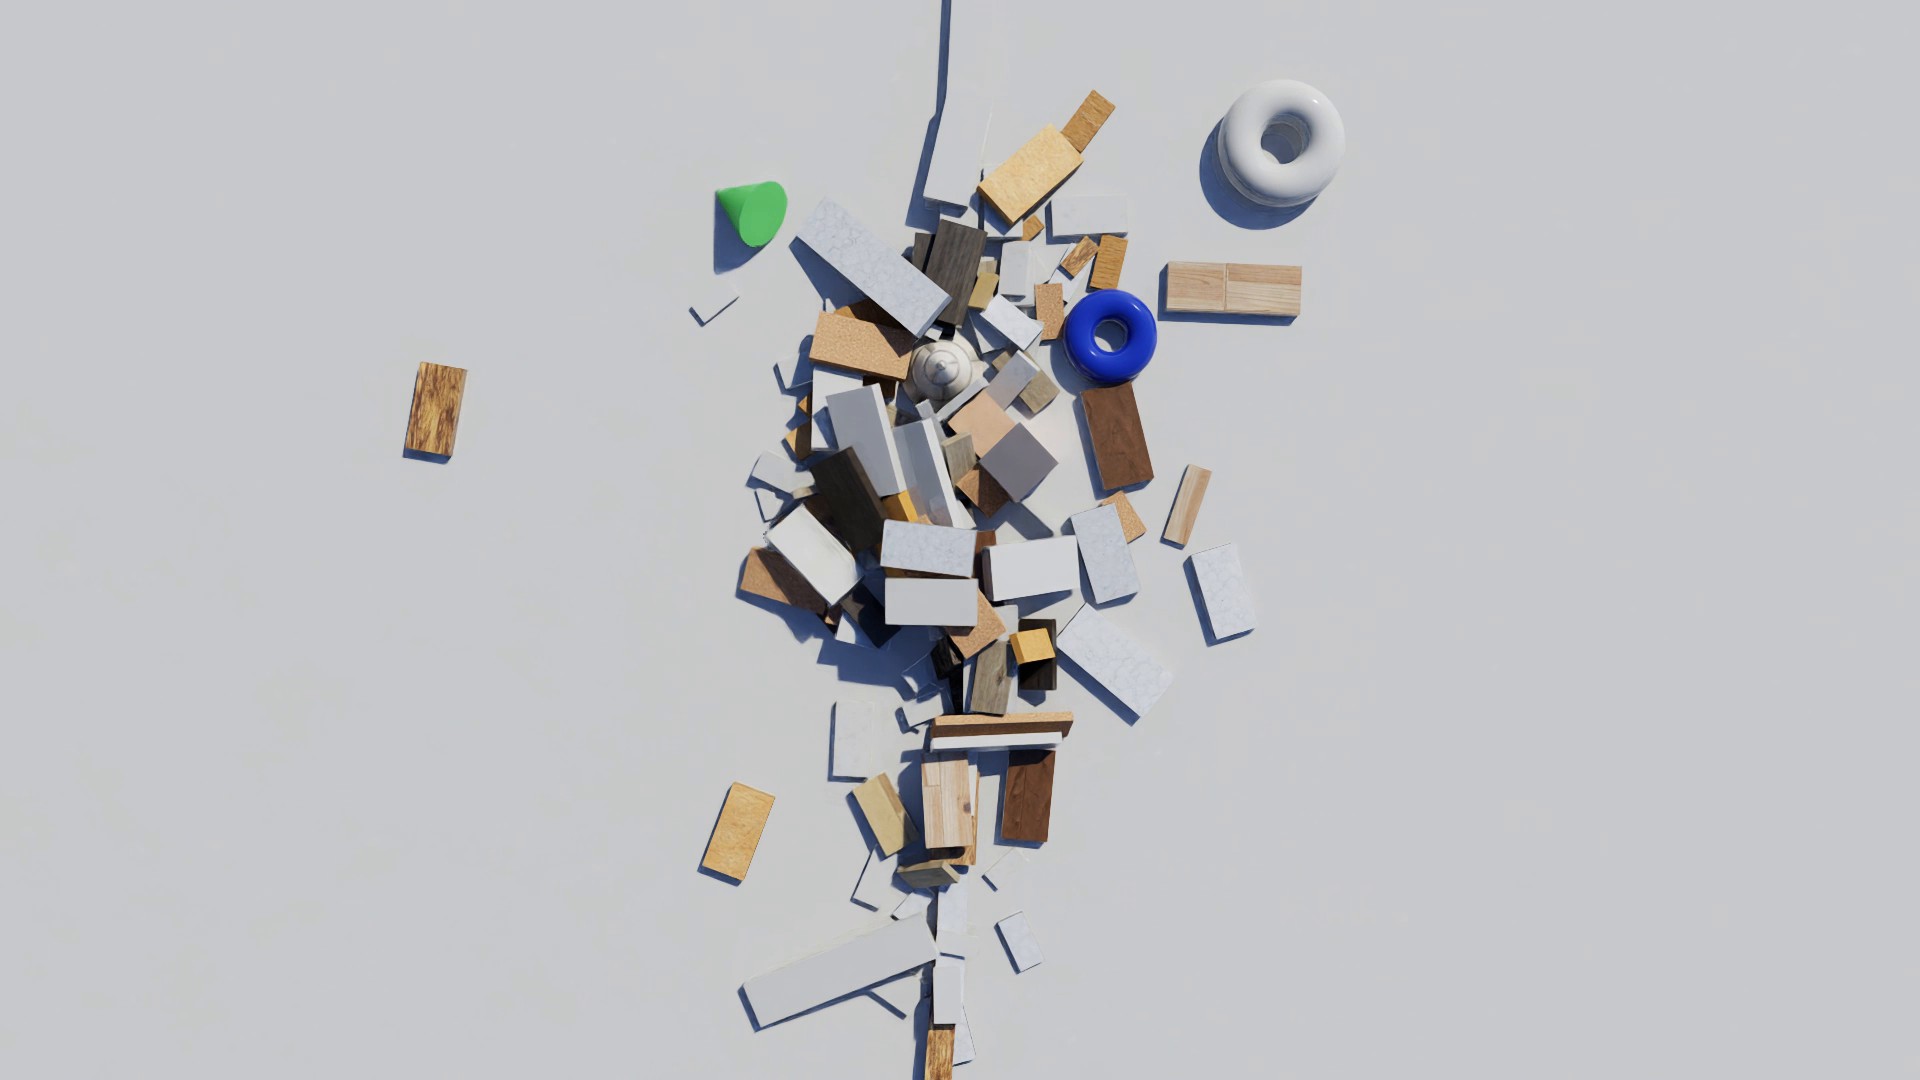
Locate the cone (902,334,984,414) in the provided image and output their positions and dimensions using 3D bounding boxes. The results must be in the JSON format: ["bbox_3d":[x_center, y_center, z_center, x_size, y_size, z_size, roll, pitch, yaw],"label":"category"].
[{"bbox_3d":[-0.059,-0.557,5.360,0.280,0.280,0.280,0,90,0],"label":"cone"}]

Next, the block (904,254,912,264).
[{"bbox_3d":[-0.221,-0.883,5.490,0.147,0.021,0.073,-25,90,0],"label":"block"}]

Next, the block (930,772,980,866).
[{"bbox_3d":[-0.018,0.916,5.442,0.153,0.043,0.305,3,76,0],"label":"block"}]

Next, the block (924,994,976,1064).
[{"bbox_3d":[-0.032,1.620,5.483,0.117,0.033,0.235,-15,90,0],"label":"block"}]

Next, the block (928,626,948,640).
[{"bbox_3d":[-0.034,0.147,5.440,0.175,0.050,0.350,-7,78,0],"label":"block"}]

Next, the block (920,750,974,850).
[{"bbox_3d":[-0.043,0.846,5.368,0.153,0.043,0.305,-3,75,-2],"label":"block"}]

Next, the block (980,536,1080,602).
[{"bbox_3d":[0.233,0.090,5.378,0.348,0.049,0.174,-8,95,-33],"label":"block"}]

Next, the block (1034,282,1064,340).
[{"bbox_3d":[0.299,-0.758,5.470,0.090,0.026,0.181,-4,99,3],"label":"block"}]

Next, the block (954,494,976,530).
[{"bbox_3d":[-0.073,-0.117,5.411,0.134,0.038,0.268,-33,78,-3],"label":"block"}]

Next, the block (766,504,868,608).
[{"bbox_3d":[-0.466,0.052,5.376,0.159,0.045,0.318,-42,82,-14],"label":"block"}]

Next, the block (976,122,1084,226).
[{"bbox_3d":[0.232,-1.205,5.439,0.336,0.048,0.168,-43,90,-13],"label":"block"}]

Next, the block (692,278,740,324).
[{"bbox_3d":[-0.814,-0.796,5.490,0.147,0.021,0.073,-38,90,0],"label":"block"}]

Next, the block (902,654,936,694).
[{"bbox_3d":[-0.109,0.430,5.472,0.155,0.022,0.077,-37,90,-13],"label":"block"}]

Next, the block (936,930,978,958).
[{"bbox_3d":[-0.011,1.325,5.414,0.137,0.019,0.068,10,87,4],"label":"block"}]

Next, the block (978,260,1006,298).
[{"bbox_3d":[0.107,-0.836,5.487,0.091,0.026,0.182,-6,90,0],"label":"block"}]

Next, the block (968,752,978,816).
[{"bbox_3d":[-0.021,0.753,5.438,0.153,0.043,0.305,4,75,0],"label":"block"}]

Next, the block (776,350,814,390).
[{"bbox_3d":[-0.501,-0.579,5.486,0.194,0.028,0.097,-18,90,0],"label":"block"}]

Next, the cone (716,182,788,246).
[{"bbox_3d":[-0.730,-1.117,5.450,0.224,0.224,0.224,30,90,27],"label":"cone"}]

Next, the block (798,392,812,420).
[{"bbox_3d":[-0.372,-0.393,5.446,0.303,0.043,0.152,43,79,2],"label":"block"}]

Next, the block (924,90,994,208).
[{"bbox_3d":[-0.006,-1.283,5.418,0.152,0.043,0.358,13,90,0],"label":"block"}]

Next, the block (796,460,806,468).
[{"bbox_3d":[-0.564,-0.233,5.492,0.109,0.015,0.054,-5,90,0],"label":"block"}]

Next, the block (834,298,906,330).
[{"bbox_3d":[-0.250,-0.737,5.466,0.303,0.043,0.152,-21,90,-5],"label":"block"}]

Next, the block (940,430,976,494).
[{"bbox_3d":[0.001,-0.251,5.335,0.100,0.028,0.200,-27,133,-18],"label":"block"}]

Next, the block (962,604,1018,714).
[{"bbox_3d":[0.098,0.387,5.356,0.175,0.050,0.350,0,101,-3],"label":"block"}]

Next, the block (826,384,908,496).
[{"bbox_3d":[-0.301,-0.312,5.297,0.176,0.050,0.353,-10,101,28],"label":"block"}]

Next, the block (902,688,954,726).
[{"bbox_3d":[-0.108,0.554,5.467,0.155,0.022,0.077,-21,90,0],"label":"block"}]

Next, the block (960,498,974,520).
[{"bbox_3d":[-0.011,0.006,5.424,0.134,0.038,0.268,-9,78,-1],"label":"block"}]

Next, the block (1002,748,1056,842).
[{"bbox_3d":[0.227,0.841,5.478,0.152,0.043,0.304,5,90,0],"label":"block"}]

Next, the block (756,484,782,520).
[{"bbox_3d":[-0.637,-0.125,5.492,0.054,0.015,0.109,-17,90,0],"label":"block"}]

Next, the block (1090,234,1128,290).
[{"bbox_3d":[0.496,-0.920,5.487,0.089,0.025,0.178,13,90,0],"label":"block"}]

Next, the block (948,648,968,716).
[{"bbox_3d":[0.046,0.431,5.452,0.175,0.050,0.350,-10,84,-4],"label":"block"}]

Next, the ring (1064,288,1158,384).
[{"bbox_3d":[0.497,-0.674,5.449,0.313,0.104,0.313,0,89,0],"label":"ring"}]

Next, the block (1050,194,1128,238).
[{"bbox_3d":[0.431,-1.078,5.482,0.251,0.036,0.126,-3,90,0],"label":"block"}]

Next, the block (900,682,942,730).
[{"bbox_3d":[-0.127,0.548,5.489,0.077,0.022,0.155,29,90,0],"label":"block"}]

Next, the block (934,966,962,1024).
[{"bbox_3d":[-0.042,1.491,5.403,0.089,0.025,0.177,-1,86,1],"label":"block"}]

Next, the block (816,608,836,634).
[{"bbox_3d":[-0.442,0.214,5.487,0.095,0.027,0.190,-41,90,0],"label":"block"}]

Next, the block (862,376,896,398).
[{"bbox_3d":[-0.282,-0.511,5.491,0.134,0.019,0.067,3,90,0],"label":"block"}]

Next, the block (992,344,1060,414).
[{"bbox_3d":[0.220,-0.540,5.461,0.111,0.031,0.222,-40,97,10],"label":"block"}]

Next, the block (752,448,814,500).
[{"bbox_3d":[-0.580,-0.217,5.469,0.194,0.028,0.097,26,97,-4],"label":"block"}]

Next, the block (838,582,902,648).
[{"bbox_3d":[-0.294,0.247,5.391,0.099,0.028,0.199,-41,96,-10],"label":"block"}]

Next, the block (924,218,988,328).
[{"bbox_3d":[-0.029,-0.871,5.394,0.161,0.046,0.322,15,87,-2],"label":"block"}]

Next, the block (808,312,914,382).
[{"bbox_3d":[-0.320,-0.632,5.401,0.321,0.046,0.161,13,79,-4],"label":"block"}]

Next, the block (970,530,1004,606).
[{"bbox_3d":[0.063,0.108,5.357,0.134,0.038,0.268,-7,96,-1],"label":"block"}]

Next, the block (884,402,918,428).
[{"bbox_3d":[-0.215,-0.407,5.491,0.134,0.019,0.067,23,90,0],"label":"block"}]

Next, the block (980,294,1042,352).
[{"bbox_3d":[0.167,-0.714,5.419,0.190,0.027,0.095,40,82,7],"label":"block"}]

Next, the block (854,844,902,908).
[{"bbox_3d":[-0.272,1.118,5.486,0.095,0.027,0.191,23,90,0],"label":"block"}]

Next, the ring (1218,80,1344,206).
[{"bbox_3d":[1.059,-1.306,5.432,0.417,0.139,0.417,0,91,1],"label":"ring"}]

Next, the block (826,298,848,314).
[{"bbox_3d":[-0.406,-0.730,5.490,0.073,0.021,0.147,-3,90,0],"label":"block"}]

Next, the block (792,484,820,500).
[{"bbox_3d":[-0.365,-0.201,5.426,0.382,0.100,0.028,-16,94,-7],"label":"block"}]

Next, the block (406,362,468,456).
[{"bbox_3d":[-1.739,-0.436,5.479,0.145,0.041,0.291,10,90,0],"label":"block"}]

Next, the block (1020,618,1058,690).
[{"bbox_3d":[0.260,0.378,5.457,0.117,0.033,0.235,-1,90,28],"label":"block"}]

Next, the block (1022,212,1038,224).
[{"bbox_3d":[0.215,-1.038,5.492,0.054,0.015,0.107,22,90,0],"label":"block"}]

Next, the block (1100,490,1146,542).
[{"bbox_3d":[0.545,-0.078,5.489,0.081,0.023,0.161,-32,90,0],"label":"block"}]

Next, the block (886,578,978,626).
[{"bbox_3d":[-0.089,0.194,5.223,0.291,0.041,0.145,1,96,7],"label":"block"}]

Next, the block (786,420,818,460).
[{"bbox_3d":[-0.474,-0.355,5.486,0.194,0.028,0.097,-32,90,0],"label":"block"}]

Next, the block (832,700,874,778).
[{"bbox_3d":[-0.354,0.660,5.483,0.123,0.035,0.247,3,90,0],"label":"block"}]
